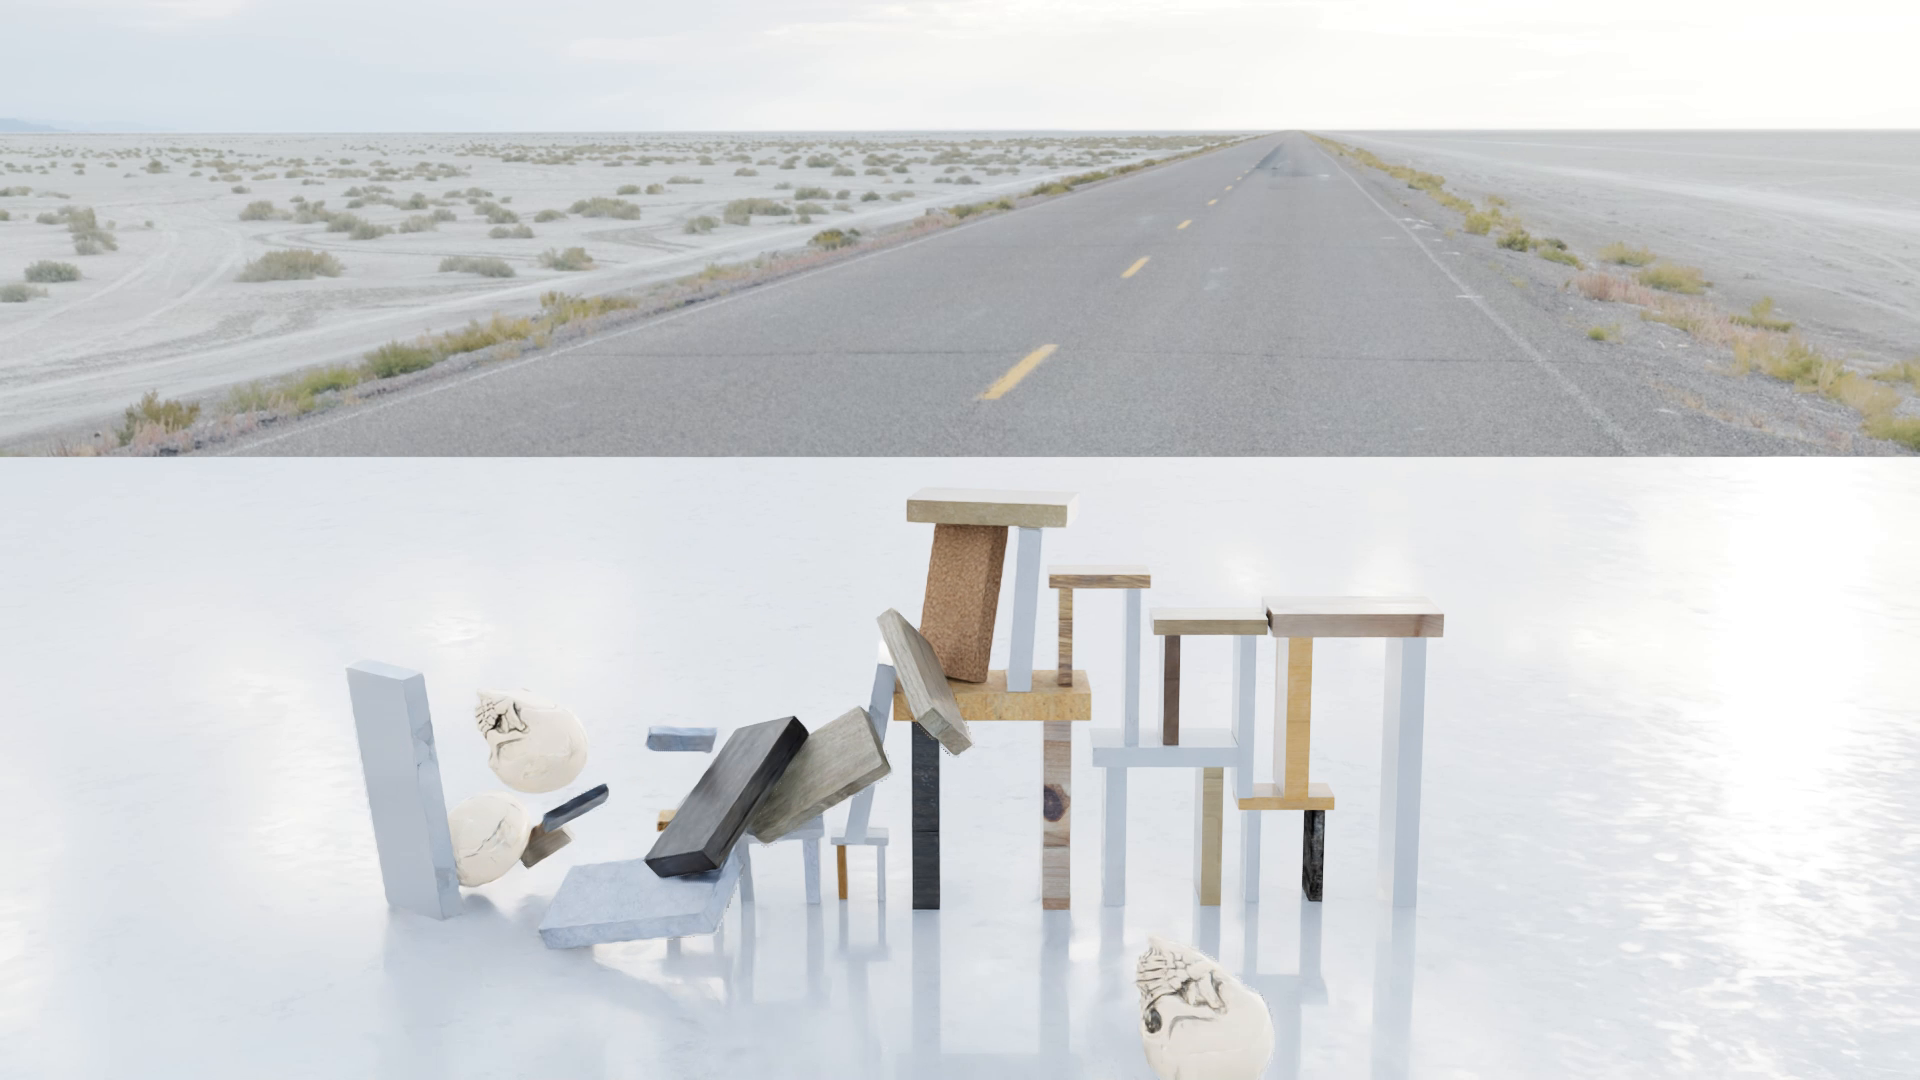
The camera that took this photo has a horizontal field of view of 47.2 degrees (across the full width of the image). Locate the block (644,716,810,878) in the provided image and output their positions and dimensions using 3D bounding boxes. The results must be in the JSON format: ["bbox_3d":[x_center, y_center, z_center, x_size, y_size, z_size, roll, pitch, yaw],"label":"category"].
[{"bbox_3d":[-0.363,0.400,3.436,0.145,0.041,0.291,-16,30,43],"label":"block"}]

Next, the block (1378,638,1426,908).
[{"bbox_3d":[0.728,0.367,3.630,0.039,0.453,0.137,0,11,0],"label":"block"}]

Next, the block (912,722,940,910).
[{"bbox_3d":[-0.056,0.433,3.642,0.045,0.319,0.159,0,11,0],"label":"block"}]

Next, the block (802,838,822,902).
[{"bbox_3d":[-0.242,0.510,3.605,0.023,0.161,0.081,-1,40,-1],"label":"block"}]

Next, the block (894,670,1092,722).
[{"bbox_3d":[0.052,0.254,3.609,0.319,0.045,0.159,0,11,0],"label":"block"}]

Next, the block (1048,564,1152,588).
[{"bbox_3d":[0.225,0.059,3.574,0.164,0.023,0.082,0,11,0],"label":"block"}]

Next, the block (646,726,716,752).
[{"bbox_3d":[-0.455,0.325,3.584,0.107,0.054,0.015,4,54,-15],"label":"block"}]

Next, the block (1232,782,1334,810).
[{"bbox_3d":[0.535,0.424,3.638,0.157,0.022,0.079,0,11,0],"label":"block"}]

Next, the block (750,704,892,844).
[{"bbox_3d":[-0.234,0.373,3.488,0.237,0.118,0.034,-31,-37,8],"label":"block"}]

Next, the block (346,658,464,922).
[{"bbox_3d":[-0.894,0.402,3.538,0.145,0.415,0.041,8,21,38],"label":"block"}]

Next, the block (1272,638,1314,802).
[{"bbox_3d":[0.546,0.278,3.614,0.039,0.274,0.137,0,11,0],"label":"block"}]

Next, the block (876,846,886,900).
[{"bbox_3d":[-0.130,0.542,3.653,0.014,0.096,0.048,0,15,0],"label":"block"}]

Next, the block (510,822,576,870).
[{"bbox_3d":[-0.705,0.507,3.710,0.109,0.054,0.015,-33,5,24],"label":"block"}]

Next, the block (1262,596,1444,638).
[{"bbox_3d":[0.637,0.125,3.585,0.274,0.039,0.137,0,11,0],"label":"block"}]

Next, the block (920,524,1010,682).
[{"bbox_3d":[0.002,0.093,3.629,0.131,0.263,0.037,10,2,43],"label":"block"}]

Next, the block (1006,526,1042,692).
[{"bbox_3d":[0.103,0.103,3.575,0.037,0.263,0.131,4,10,-1],"label":"block"}]

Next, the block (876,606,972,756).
[{"bbox_3d":[-0.058,0.221,3.465,0.034,0.118,0.237,-35,43,10],"label":"block"}]

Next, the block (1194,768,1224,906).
[{"bbox_3d":[0.412,0.474,3.648,0.033,0.236,0.118,0,11,0],"label":"block"}]

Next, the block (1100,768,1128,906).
[{"bbox_3d":[0.254,0.474,3.648,0.033,0.236,0.118,0,11,0],"label":"block"}]

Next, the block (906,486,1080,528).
[{"bbox_3d":[0.055,-0.054,3.592,0.263,0.037,0.131,2,11,11],"label":"block"}]

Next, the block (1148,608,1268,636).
[{"bbox_3d":[0.404,0.132,3.583,0.184,0.026,0.092,0,11,0],"label":"block"}]

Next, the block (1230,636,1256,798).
[{"bbox_3d":[0.465,0.279,3.611,0.026,0.273,0.092,0,11,0],"label":"block"}]

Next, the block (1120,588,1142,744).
[{"bbox_3d":[0.280,0.198,3.599,0.023,0.258,0.082,0,11,0],"label":"block"}]

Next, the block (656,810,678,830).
[{"bbox_3d":[-0.440,0.465,3.647,0.119,0.017,0.059,0,11,0],"label":"block"}]

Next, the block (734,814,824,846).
[{"bbox_3d":[-0.301,0.445,3.534,0.161,0.023,0.081,-4,47,-5],"label":"block"}]

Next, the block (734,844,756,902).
[{"bbox_3d":[-0.355,0.512,3.596,0.023,0.161,0.081,-5,46,-5],"label":"block"}]

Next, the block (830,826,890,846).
[{"bbox_3d":[-0.166,0.490,3.635,0.096,0.014,0.048,1,15,0],"label":"block"}]

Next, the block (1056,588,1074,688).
[{"bbox_3d":[0.171,0.151,3.591,0.023,0.164,0.082,0,11,0],"label":"block"}]

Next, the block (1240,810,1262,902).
[{"bbox_3d":[0.482,0.513,3.655,0.022,0.157,0.079,0,11,0],"label":"block"}]

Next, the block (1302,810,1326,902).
[{"bbox_3d":[0.587,0.513,3.655,0.022,0.157,0.079,0,11,0],"label":"block"}]

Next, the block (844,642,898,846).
[{"bbox_3d":[-0.144,0.332,3.596,0.034,0.311,0.118,10,14,-3],"label":"block"}]

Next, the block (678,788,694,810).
[{"bbox_3d":[-0.426,0.412,3.642,0.015,0.107,0.054,42,3,-12],"label":"block"}]

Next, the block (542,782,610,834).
[{"bbox_3d":[-0.602,0.420,3.443,0.109,0.015,0.054,-27,-16,-24],"label":"block"}]

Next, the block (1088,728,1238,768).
[{"bbox_3d":[0.333,0.342,3.624,0.236,0.033,0.118,0,11,0],"label":"block"}]

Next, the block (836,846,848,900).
[{"bbox_3d":[-0.195,0.542,3.652,0.014,0.096,0.048,-1,15,1],"label":"block"}]

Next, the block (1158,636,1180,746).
[{"bbox_3d":[0.343,0.235,3.602,0.026,0.184,0.092,0,11,0],"label":"block"}]

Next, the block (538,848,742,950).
[{"bbox_3d":[-0.496,0.556,3.412,0.291,0.041,0.145,-9,31,20],"label":"block"}]

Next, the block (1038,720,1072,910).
[{"bbox_3d":[0.157,0.433,3.642,0.045,0.319,0.159,0,11,0],"label":"block"}]
